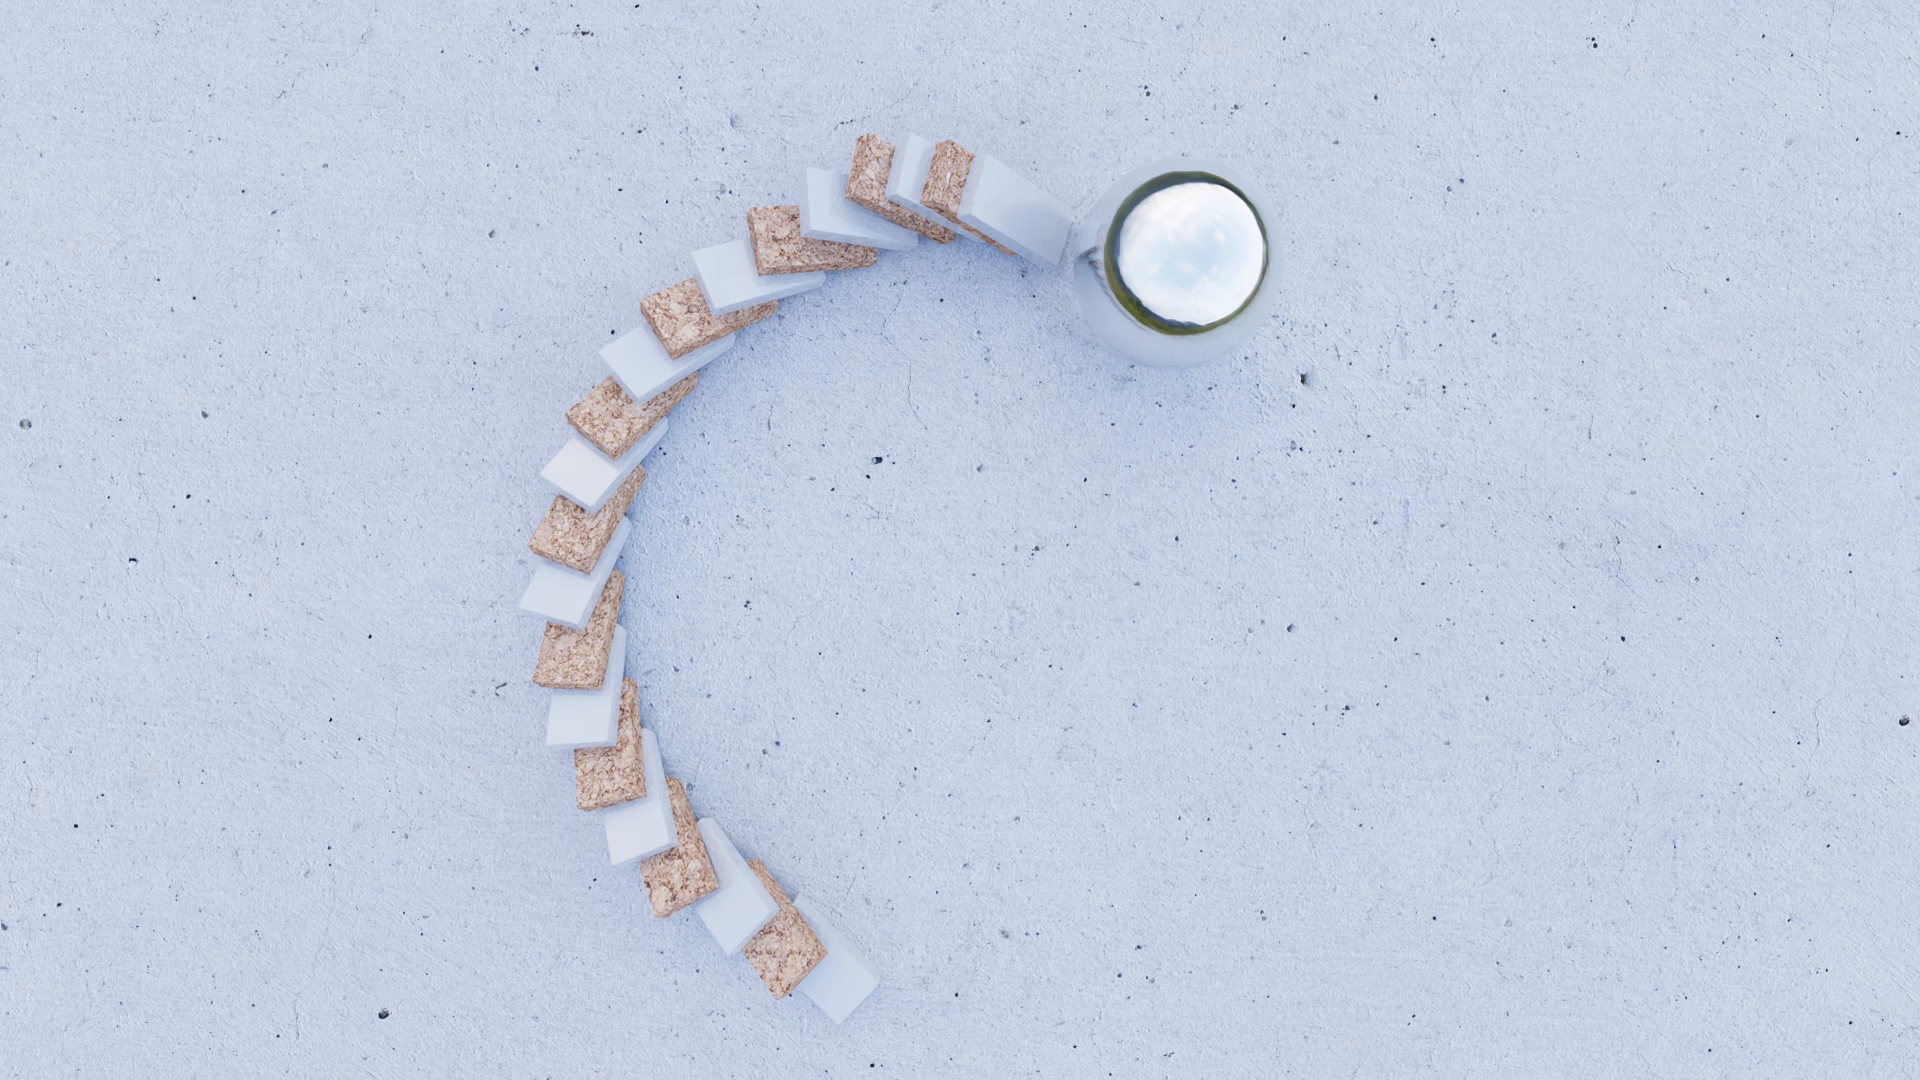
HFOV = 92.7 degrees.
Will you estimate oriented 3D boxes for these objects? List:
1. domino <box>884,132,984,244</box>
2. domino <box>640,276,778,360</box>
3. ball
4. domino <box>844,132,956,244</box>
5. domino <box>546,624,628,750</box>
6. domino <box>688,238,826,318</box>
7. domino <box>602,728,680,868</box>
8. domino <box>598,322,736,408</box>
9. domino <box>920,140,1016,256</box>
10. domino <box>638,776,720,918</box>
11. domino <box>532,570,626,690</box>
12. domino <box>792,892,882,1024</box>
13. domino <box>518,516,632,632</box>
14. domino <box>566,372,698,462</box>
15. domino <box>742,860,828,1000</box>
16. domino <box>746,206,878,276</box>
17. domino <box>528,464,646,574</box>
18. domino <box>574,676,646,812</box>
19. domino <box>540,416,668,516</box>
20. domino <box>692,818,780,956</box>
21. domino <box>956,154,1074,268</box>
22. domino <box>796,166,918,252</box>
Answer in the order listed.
[{"bbox_3d":[-0.006,-0.145,0.381,0.050,0.010,0.025,13,90,-37],"label":"domino"},{"bbox_3d":[-0.105,-0.098,0.385,0.050,0.010,0.025,-33,90,-24],"label":"domino"},{"bbox_3d":[0.085,-0.108,0.360,0.080,0.080,0.080,0,90,0],"label":"ball"},{"bbox_3d":[-0.022,-0.145,0.381,0.050,0.009,0.025,13,90,-37],"label":"domino"},{"bbox_3d":[-0.156,0.061,0.385,0.025,0.009,0.050,-4,66,0],"label":"domino"},{"bbox_3d":[-0.085,-0.114,0.386,0.050,0.010,0.025,-24,90,-24],"label":"domino"},{"bbox_3d":[-0.137,0.108,0.385,0.025,0.010,0.050,-22,66,0],"label":"domino"},{"bbox_3d":[-0.123,-0.080,0.385,0.050,0.010,0.025,-41,90,-24],"label":"domino"},{"bbox_3d":[0.009,-0.141,0.381,0.050,0.009,0.025,17,88,-37],"label":"domino"},{"bbox_3d":[-0.123,0.129,0.385,0.025,0.009,0.050,-30,66,0],"label":"domino"},{"bbox_3d":[-0.160,0.037,0.385,0.025,0.010,0.050,3,66,0],"label":"domino"},{"bbox_3d":[-0.061,0.180,0.395,0.050,0.009,0.025,44,90,0],"label":"domino"},{"bbox_3d":[-0.161,0.011,0.386,0.025,0.010,0.050,16,66,0],"label":"domino"},{"bbox_3d":[-0.137,-0.059,0.385,0.025,0.009,0.050,39,66,0],"label":"domino"},{"bbox_3d":[-0.081,0.163,0.386,0.025,0.010,0.050,-46,68,0],"label":"domino"},{"bbox_3d":[-0.062,-0.127,0.386,0.050,0.009,0.025,-12,90,-23],"label":"domino"},{"bbox_3d":[-0.156,-0.013,0.385,0.025,0.009,0.050,21,66,0],"label":"domino"},{"bbox_3d":[-0.148,0.085,0.386,0.025,0.009,0.050,-14,66,0],"label":"domino"},{"bbox_3d":[-0.149,-0.038,0.386,0.025,0.009,0.050,32,66,0],"label":"domino"},{"bbox_3d":[-0.101,0.145,0.386,0.025,0.010,0.050,-46,68,0],"label":"domino"},{"bbox_3d":[0.024,-0.135,0.381,0.050,0.009,0.025,17,87,-37],"label":"domino"},{"bbox_3d":[-0.042,-0.137,0.382,0.050,0.009,0.025,-4,90,-34],"label":"domino"}]
